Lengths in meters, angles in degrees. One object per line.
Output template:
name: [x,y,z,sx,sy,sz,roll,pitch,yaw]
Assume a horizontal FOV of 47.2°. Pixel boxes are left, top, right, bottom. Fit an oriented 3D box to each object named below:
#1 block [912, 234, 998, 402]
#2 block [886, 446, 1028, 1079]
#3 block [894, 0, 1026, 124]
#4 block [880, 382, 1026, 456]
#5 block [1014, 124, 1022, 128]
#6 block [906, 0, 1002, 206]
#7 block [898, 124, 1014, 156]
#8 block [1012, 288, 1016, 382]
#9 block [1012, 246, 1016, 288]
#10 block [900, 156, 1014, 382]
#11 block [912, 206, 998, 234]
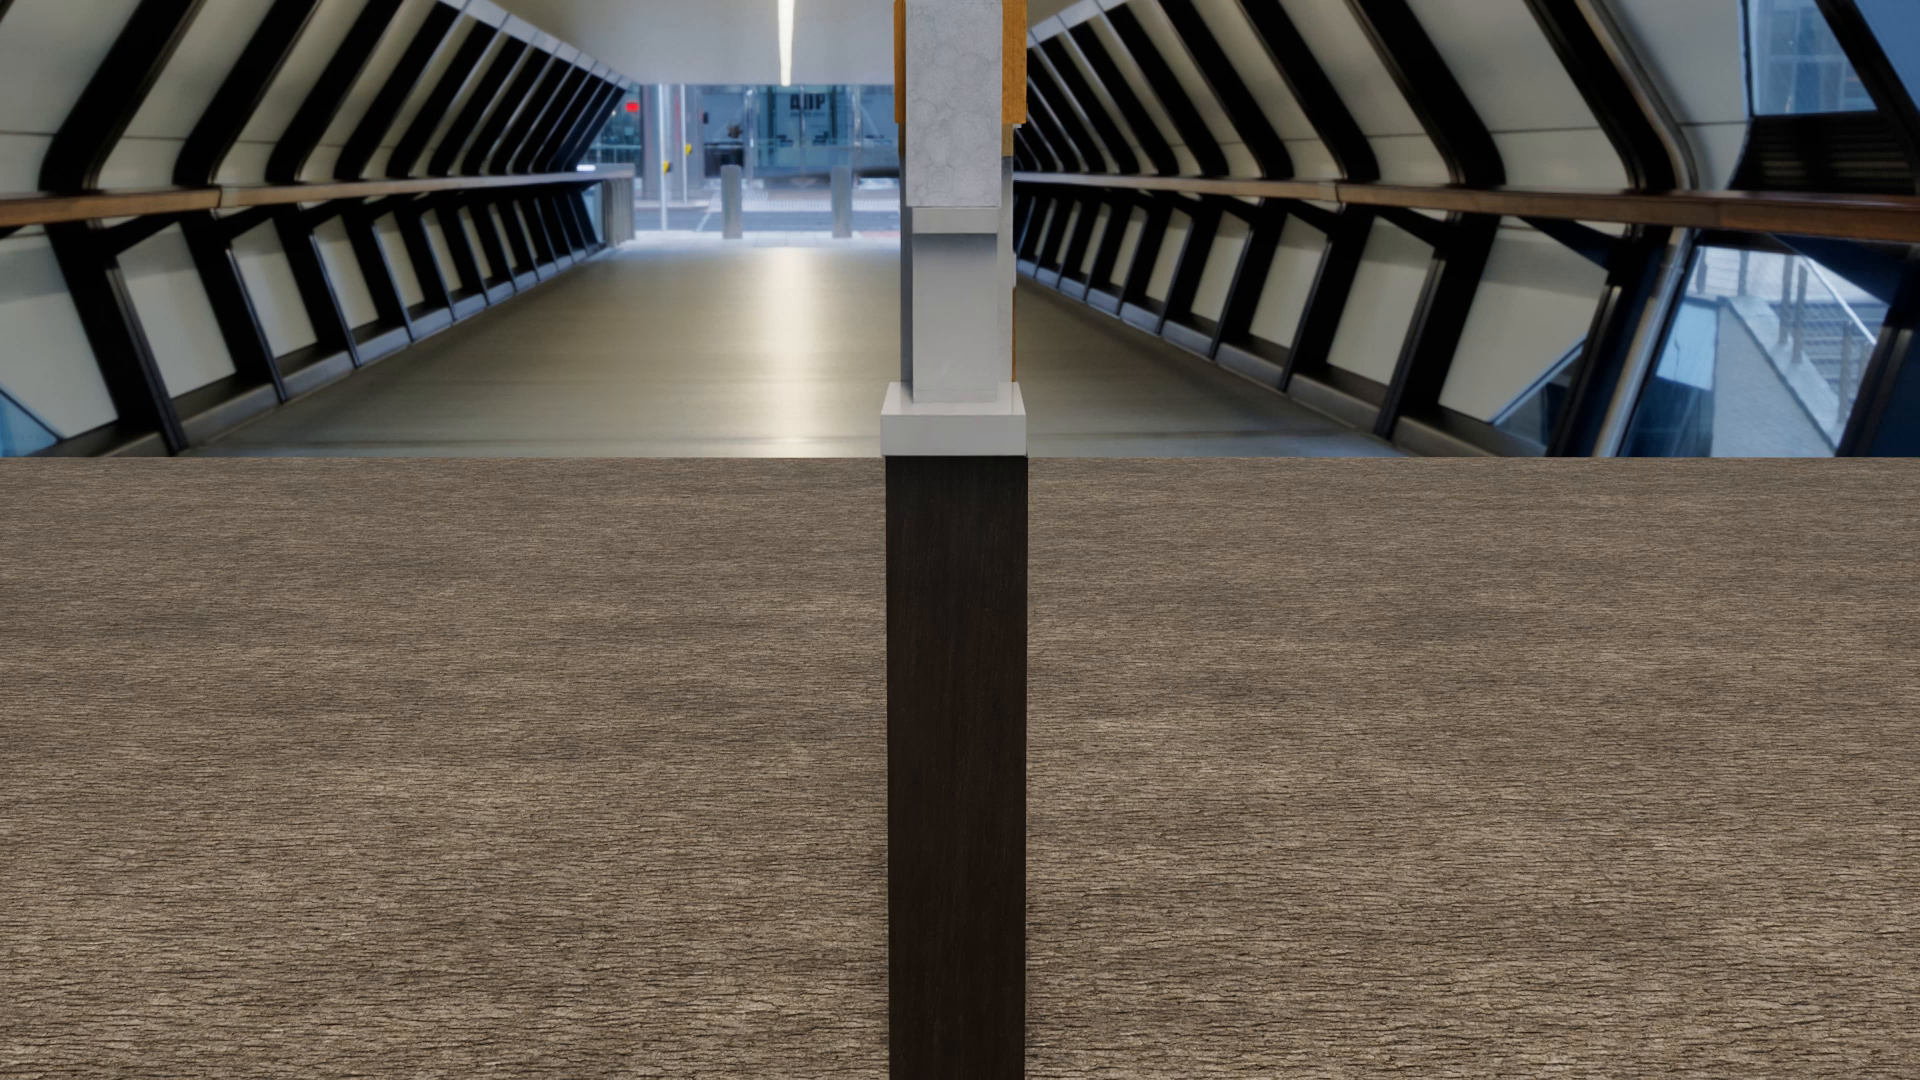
block: [-0.006,-0.280,2.759,0.106,0.212,0.030,0,11,0]
block: [-0.004,0.313,2.789,0.175,0.866,0.049,0,11,0]
block: [0.001,-0.748,2.986,0.179,0.358,0.051,0,11,0]
block: [-0.008,-0.158,2.818,0.175,0.049,0.349,0,11,0]
block: [0.001,-0.788,3.221,0.179,0.364,0.051,0,11,0]
block: [-0.007,-0.590,2.746,0.120,0.343,0.034,0,10,0]
block: [-0.005,-0.556,3.049,0.151,0.043,0.302,0,11,0]
block: [0.000,-0.181,3.391,0.170,0.424,0.048,0,10,0]
block: [0.000,-0.433,3.459,0.170,0.048,0.339,0,10,0]
block: [-0.005,-0.367,2.980,0.151,0.302,0.043,0,10,0]
block: [-0.005,-0.411,2.806,0.106,0.030,0.211,0,11,0]
